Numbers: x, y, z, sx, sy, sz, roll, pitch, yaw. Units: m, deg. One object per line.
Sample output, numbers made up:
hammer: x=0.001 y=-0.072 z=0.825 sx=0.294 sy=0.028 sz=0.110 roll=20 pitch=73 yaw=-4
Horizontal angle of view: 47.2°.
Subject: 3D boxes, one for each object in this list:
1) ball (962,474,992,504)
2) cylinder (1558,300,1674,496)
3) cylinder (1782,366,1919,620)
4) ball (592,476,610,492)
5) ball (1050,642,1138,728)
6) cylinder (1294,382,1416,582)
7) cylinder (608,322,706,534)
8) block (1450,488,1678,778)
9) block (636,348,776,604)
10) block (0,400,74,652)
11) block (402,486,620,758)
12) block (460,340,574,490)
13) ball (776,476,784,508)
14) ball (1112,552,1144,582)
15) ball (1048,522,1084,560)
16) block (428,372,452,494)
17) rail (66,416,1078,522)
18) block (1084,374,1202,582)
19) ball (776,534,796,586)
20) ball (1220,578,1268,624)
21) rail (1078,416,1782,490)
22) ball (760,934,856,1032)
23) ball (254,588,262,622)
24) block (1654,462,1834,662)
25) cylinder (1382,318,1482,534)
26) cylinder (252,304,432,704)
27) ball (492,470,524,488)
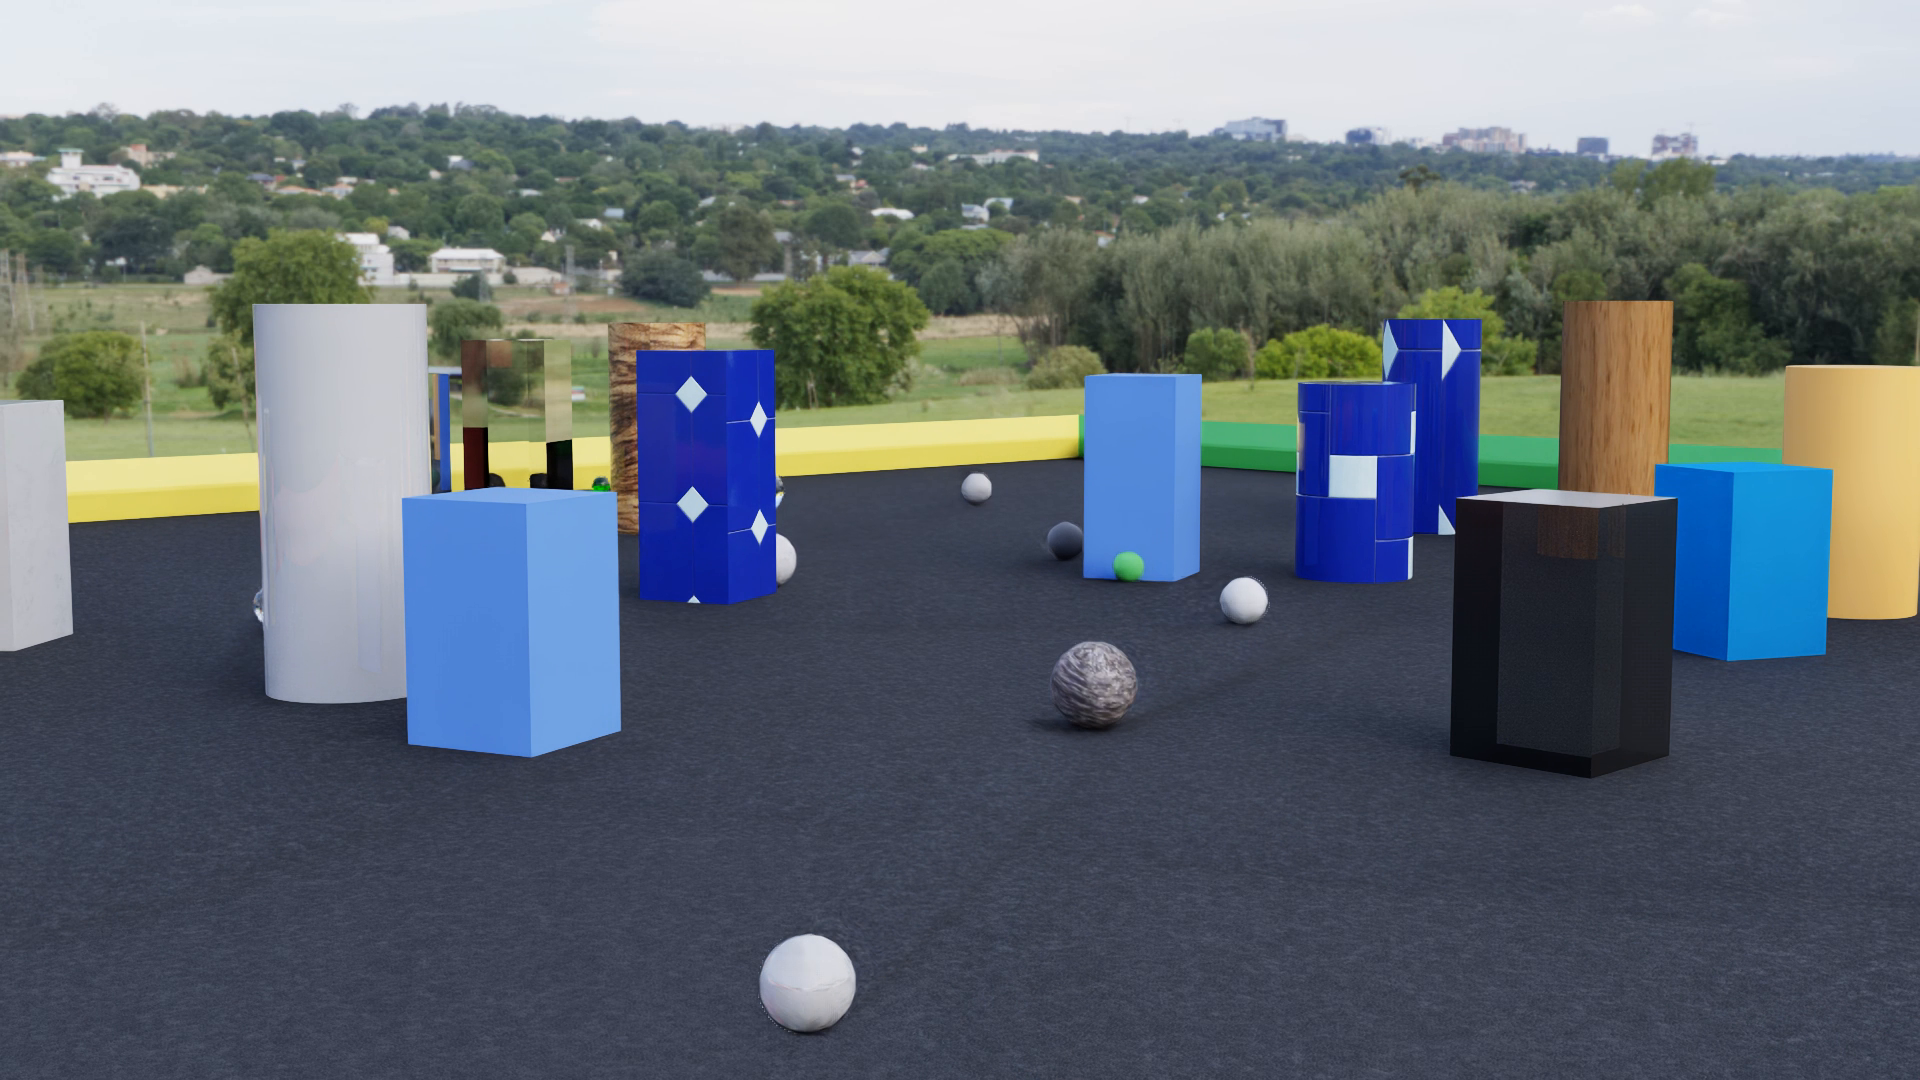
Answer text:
ball: x=0.039 y=-0.118 z=5.047 sx=0.070 sy=0.070 sz=0.070 roll=0 pitch=6 yaw=0
cylinder: x=1.203 y=-0.209 z=4.046 sx=0.194 sy=0.459 sz=0.194 roll=0 pitch=6 yaw=0
cylinder: x=1.316 y=-0.075 z=3.248 sx=0.194 sy=0.360 sz=0.194 roll=0 pitch=6 yaw=0
ball: x=-0.864 y=-0.131 z=5.298 sx=0.043 sy=0.043 sz=0.043 roll=0 pitch=6 yaw=0
ball: x=0.143 y=0.154 z=2.345 sx=0.093 sy=0.093 sz=0.093 roll=0 pitch=6 yaw=0
cylinder: x=0.659 y=-0.100 z=3.669 sx=0.194 sy=0.323 sz=0.194 roll=0 pitch=6 yaw=0
cylinder: x=-0.607 y=-0.228 z=4.426 sx=0.194 sy=0.418 sz=0.194 roll=0 pitch=6 yaw=0
block: x=0.600 y=0.087 z=2.189 sx=0.155 sy=0.259 sz=0.155 roll=6 pitch=8 yaw=45
block: x=-0.391 y=-0.103 z=3.409 sx=0.155 sy=0.382 sz=0.155 roll=3 pitch=7 yaw=23
block: x=-1.305 y=-0.023 z=2.941 sx=0.155 sy=0.321 sz=0.155 roll=1 pitch=6 yaw=5
block: x=-0.463 y=0.080 z=2.283 sx=0.155 sy=0.254 sz=0.155 roll=3 pitch=7 yaw=26
block: x=-0.888 y=-0.210 z=4.422 sx=0.155 sy=0.384 sz=0.155 roll=3 pitch=6 yaw=23
ball: x=-0.434 y=-0.105 z=4.800 sx=0.097 sy=0.097 sz=0.097 roll=0 pitch=6 yaw=0
ball: x=0.275 y=0.044 z=3.600 sx=0.051 sy=0.051 sz=0.051 roll=0 pitch=6 yaw=0
ball: x=0.189 y=0.002 z=3.929 sx=0.066 sy=0.066 sz=0.066 roll=0 pitch=6 yaw=0
block: x=-1.076 y=-0.154 z=4.182 sx=0.155 sy=0.323 sz=0.155 roll=-5 pitch=8 yaw=-40
rail: x=-1.476 y=-0.134 z=4.923 sx=5.034 sy=0.126 sz=0.045 roll=-5 pitch=8 yaw=-42
block: x=0.307 y=-0.108 z=3.686 sx=0.155 sy=0.335 sz=0.155 roll=2 pitch=6 yaw=22
ball: x=-0.307 y=0.032 z=3.521 sx=0.090 sy=0.090 sz=0.090 roll=0 pitch=6 yaw=0
ball: x=0.403 y=0.086 z=3.121 sx=0.066 sy=0.066 sz=0.066 roll=0 pitch=6 yaw=0
rail: x=1.832 y=-0.144 z=5.014 sx=0.045 sy=0.126 sz=4.401 roll=-5 pitch=8 yaw=-42
ball: x=-0.094 y=0.274 z=1.360 sx=0.060 sy=0.060 sz=0.060 roll=0 pitch=6 yaw=0
ball: x=-0.960 y=0.091 z=3.091 sx=0.063 sy=0.063 sz=0.063 roll=0 pitch=6 yaw=0
block: x=1.021 y=0.024 z=2.880 sx=0.155 sy=0.240 sz=0.155 roll=-2 pitch=6 yaw=-20
cylinder: x=0.949 y=-0.232 z=4.438 sx=0.194 sy=0.425 sz=0.194 roll=0 pitch=6 yaw=0
cylinder: x=-0.716 y=-0.049 z=2.566 sx=0.194 sy=0.450 sz=0.194 roll=0 pitch=6 yaw=0
ball: x=-1.058 y=-0.128 z=5.149 sx=0.069 sy=0.069 sz=0.069 roll=0 pitch=6 yaw=0
